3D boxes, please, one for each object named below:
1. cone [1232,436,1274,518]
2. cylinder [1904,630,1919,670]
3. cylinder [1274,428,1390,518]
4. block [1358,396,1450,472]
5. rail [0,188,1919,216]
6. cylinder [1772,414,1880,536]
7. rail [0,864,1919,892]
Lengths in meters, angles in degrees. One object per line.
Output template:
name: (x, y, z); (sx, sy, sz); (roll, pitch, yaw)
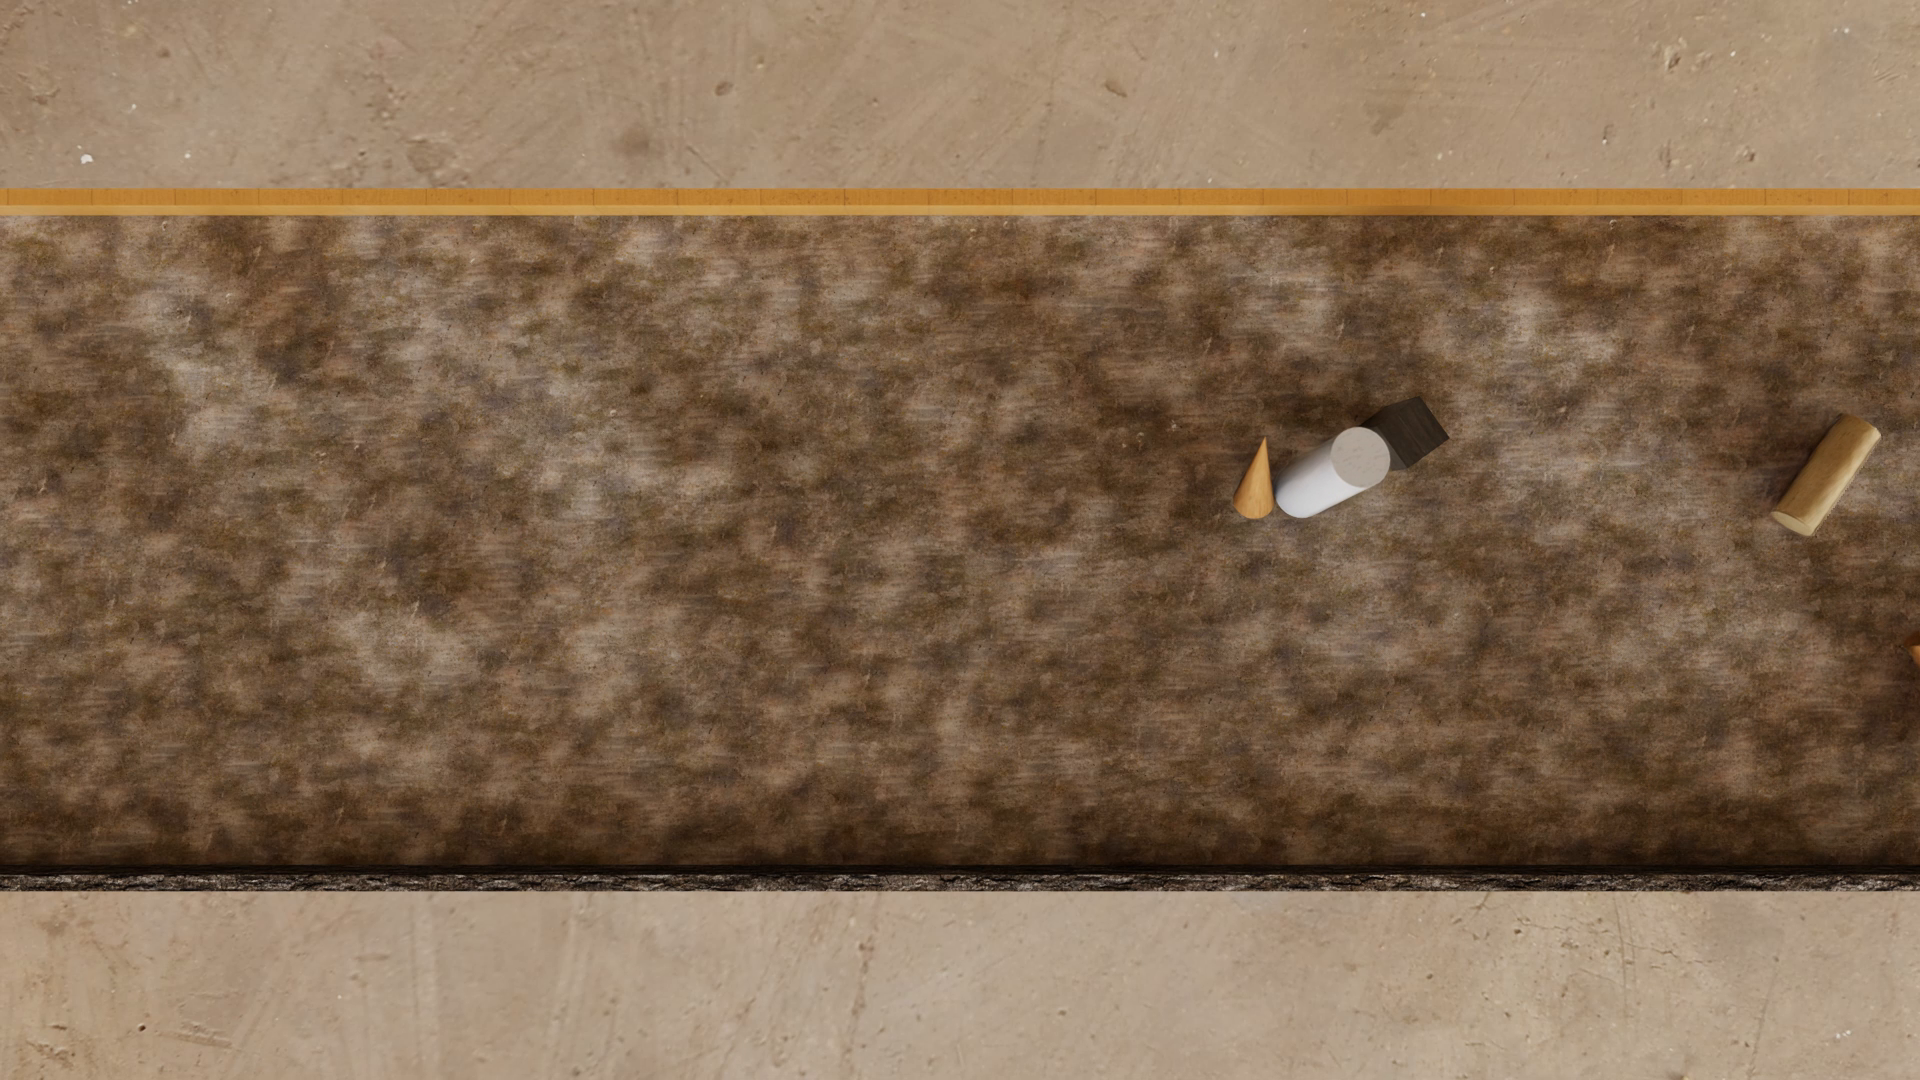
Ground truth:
cone: (0.885, -0.210, 4.874); (0.126, 0.390, 0.126); (-2, 63, 4)
cylinder: (3.030, 0.442, 5.002); (0.147, 0.147, 0.365); (-30, 90, 0)
cylinder: (1.082, -0.192, 4.835); (0.175, 0.455, 0.175); (2, 80, -10)
block: (1.295, -0.308, 4.893); (0.149, 0.366, 0.149); (-36, 90, 0)
rail: (-2.247, -1.025, 5.002); (12.000, 0.150, 0.050); (0, 90, 0)
cylinder: (2.630, -0.199, 5.012); (0.129, 0.129, 0.360); (35, 90, 0)
rail: (-2.247, 1.025, 5.001); (12.000, 0.150, 0.050); (0, 90, 0)
